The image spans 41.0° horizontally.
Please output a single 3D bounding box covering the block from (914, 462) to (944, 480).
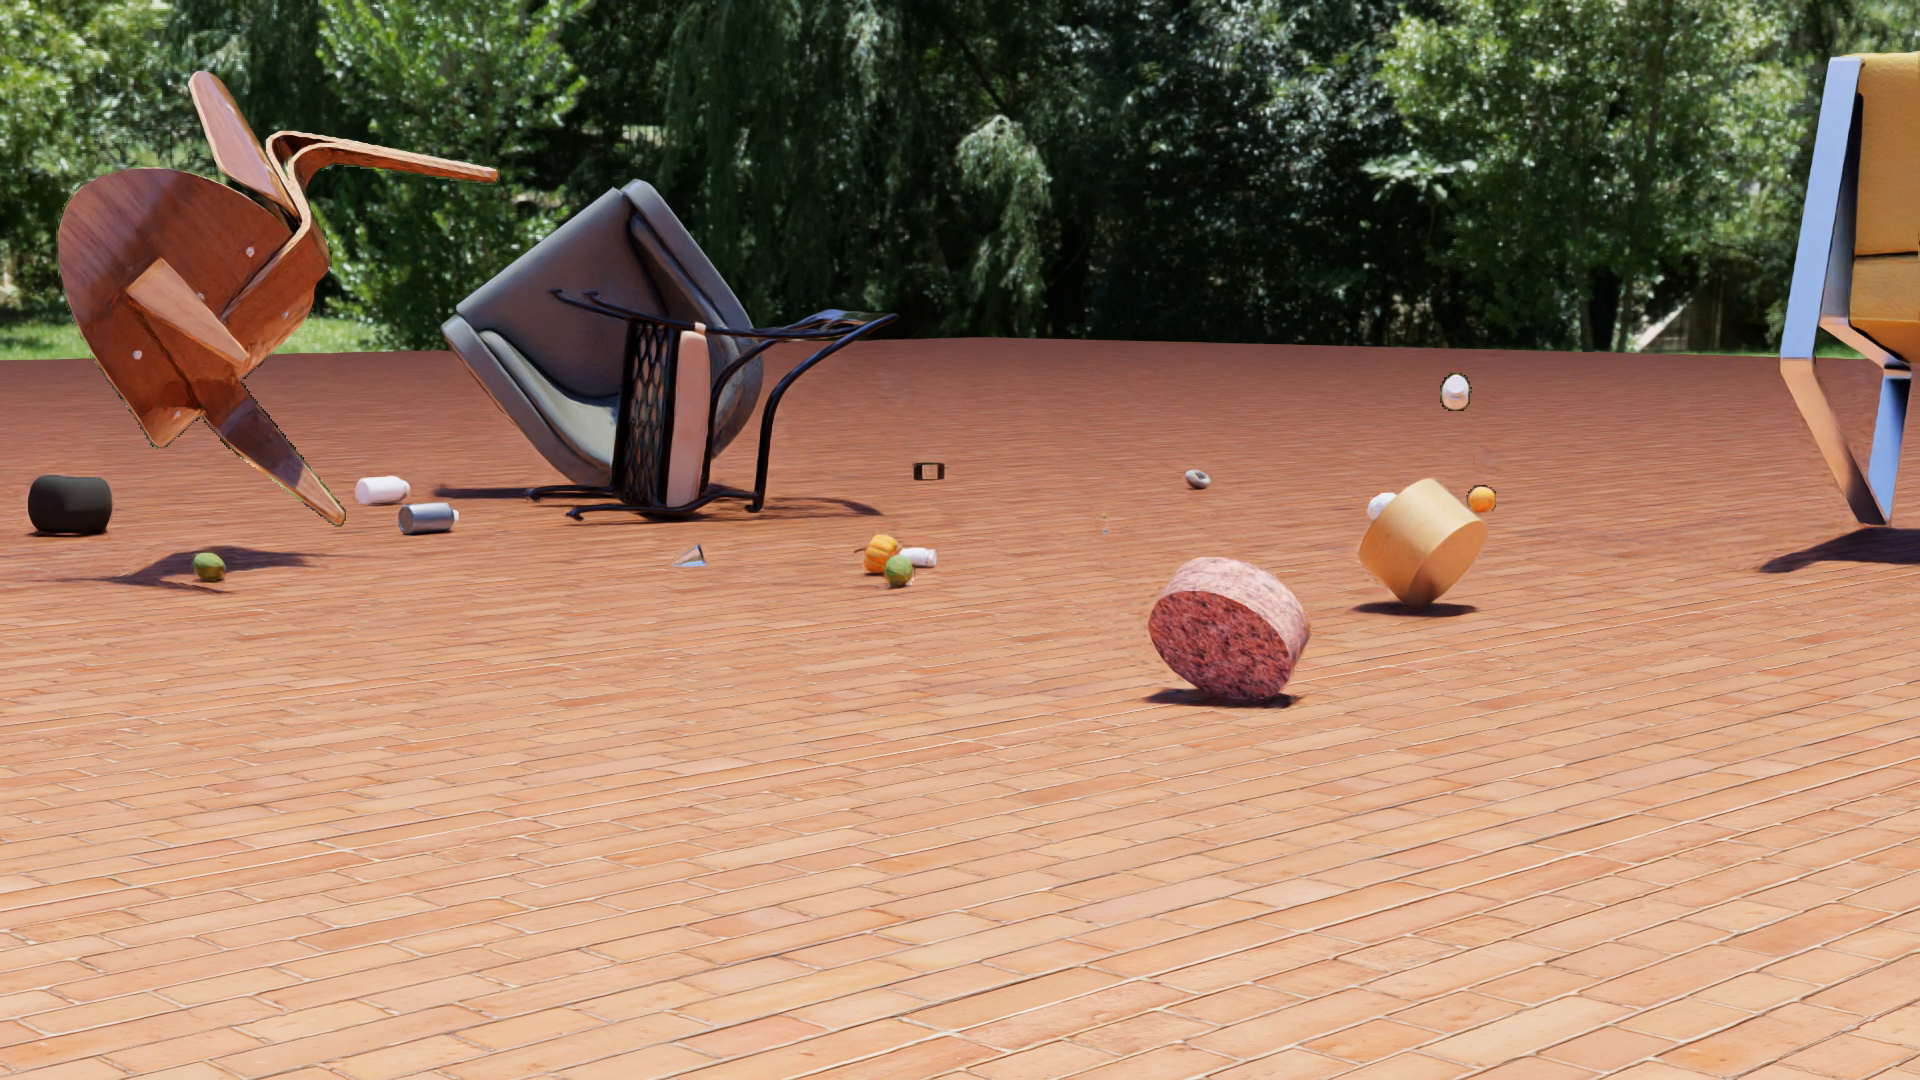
[{"bbox_3d":[-0.101,-0.221,8.302,0.059,0.053,0.084,5,8,40],"label":"block"}]

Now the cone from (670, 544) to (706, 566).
[{"bbox_3d":[-0.624,0.047,5.831,0.085,0.054,0.053,-18,15,-3],"label":"cone"}]

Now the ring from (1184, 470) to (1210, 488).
[{"bbox_3d":[0.737,-0.187,7.955,0.107,0.057,0.034,12,-42,-44],"label":"ring"}]

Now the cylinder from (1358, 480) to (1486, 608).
[{"bbox_3d":[0.914,0.008,5.070,0.133,0.221,0.230,45,-9,27],"label":"cylinder"}]

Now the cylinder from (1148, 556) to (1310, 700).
[{"bbox_3d":[0.419,0.137,3.992,0.235,0.184,0.105,28,38,8],"label":"cylinder"}]

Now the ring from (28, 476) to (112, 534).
[{"bbox_3d":[-2.280,-0.092,6.577,0.204,0.138,0.225,3,3,-10],"label":"ring"}]
